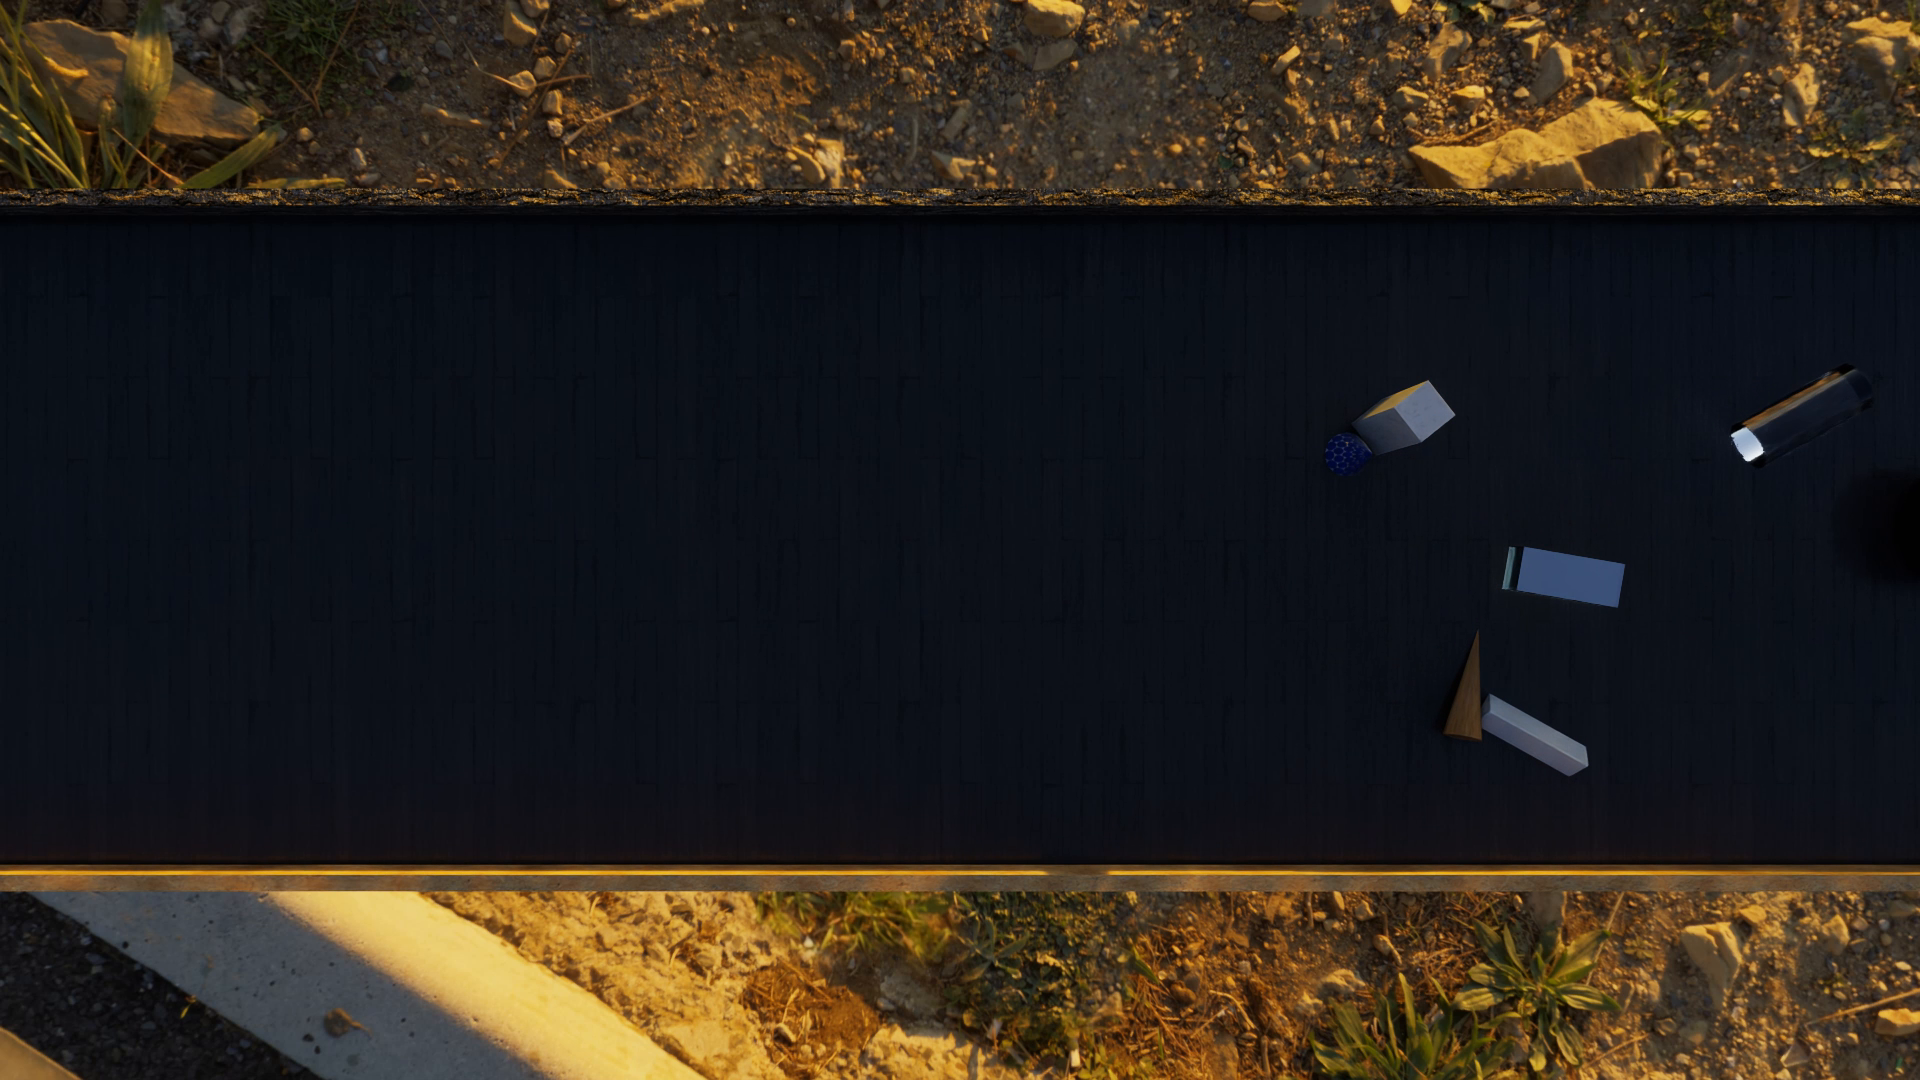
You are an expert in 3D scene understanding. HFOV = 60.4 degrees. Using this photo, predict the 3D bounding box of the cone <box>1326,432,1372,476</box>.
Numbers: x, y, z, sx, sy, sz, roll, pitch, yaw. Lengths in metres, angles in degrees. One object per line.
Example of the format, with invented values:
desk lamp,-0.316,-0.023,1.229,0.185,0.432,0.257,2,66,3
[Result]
cone,1.179,-0.254,4.871,0.133,0.402,0.133,0,93,3

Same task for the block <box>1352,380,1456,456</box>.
block,1.299,-0.355,4.859,0.125,0.429,0.125,-38,90,-3

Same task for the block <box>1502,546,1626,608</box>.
block,1.831,0.111,5.010,0.308,0.132,0.132,10,90,0

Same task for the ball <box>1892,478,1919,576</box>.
ball,2.980,-0.039,4.889,0.376,0.376,0.376,0,90,0

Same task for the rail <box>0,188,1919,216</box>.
rail,-2.247,-1.025,5.002,12.000,0.150,0.050,0,90,0

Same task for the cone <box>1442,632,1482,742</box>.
cone,1.561,0.436,5.047,0.118,0.118,0.342,12,80,0

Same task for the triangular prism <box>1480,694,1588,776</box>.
triangular prism,1.750,0.600,5.029,0.339,0.089,0.103,29,90,0

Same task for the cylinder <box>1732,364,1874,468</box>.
cylinder,2.552,-0.375,4.999,0.371,0.155,0.155,-29,90,0

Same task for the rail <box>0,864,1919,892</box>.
rail,-2.247,1.025,5.001,12.000,0.150,0.050,0,90,0
